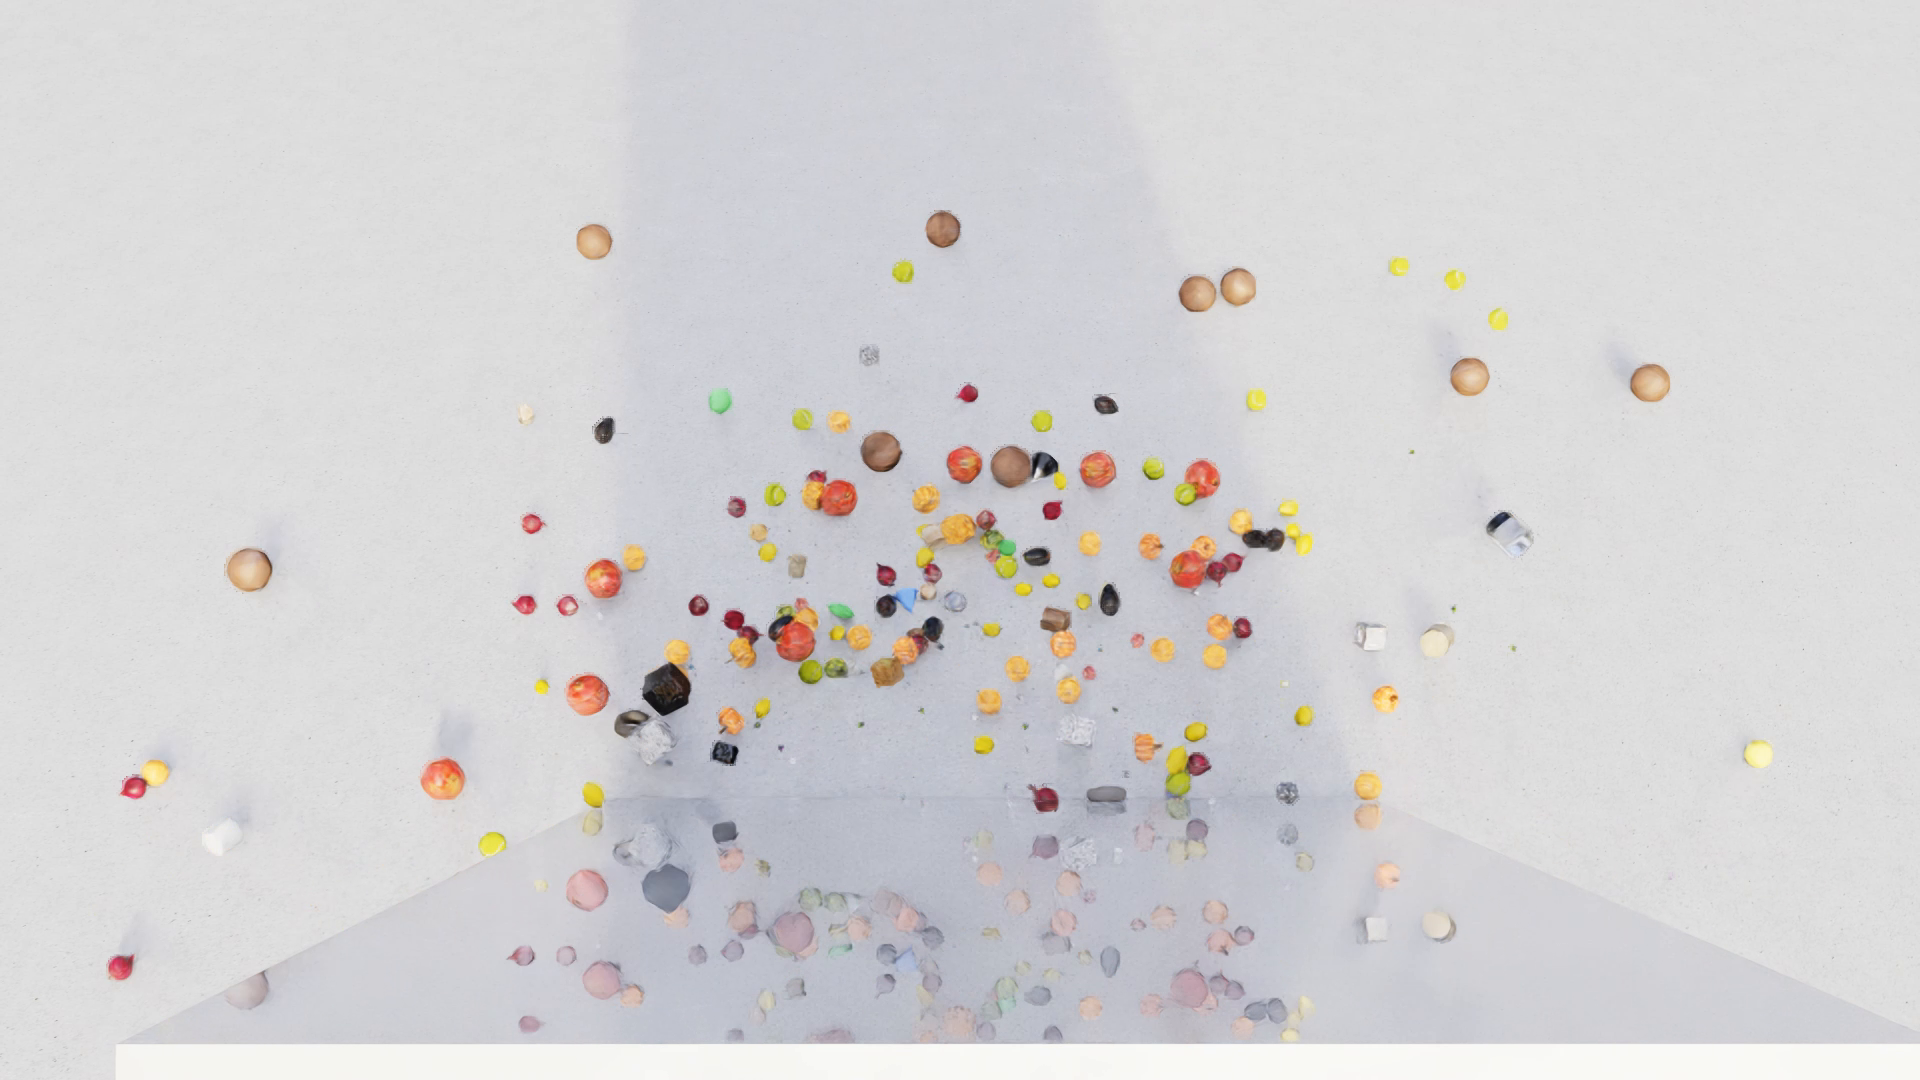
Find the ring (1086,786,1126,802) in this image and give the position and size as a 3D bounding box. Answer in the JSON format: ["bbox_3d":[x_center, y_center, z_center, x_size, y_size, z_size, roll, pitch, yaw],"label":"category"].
[{"bbox_3d":[0.377,0.656,6.704,0.104,0.035,0.104,-1,-1,0],"label":"ring"}]

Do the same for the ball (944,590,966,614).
[{"bbox_3d":[-0.014,0.183,7.623,0.067,0.067,0.067,0,35,0],"label":"ball"}]

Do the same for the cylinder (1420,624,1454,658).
[{"bbox_3d":[1.369,0.288,7.444,0.081,0.081,0.081,15,19,20],"label":"cylinder"}]

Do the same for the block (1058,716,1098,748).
[{"bbox_3d":[0.319,0.520,7.065,0.070,0.070,0.070,21,-15,-35],"label":"block"}]

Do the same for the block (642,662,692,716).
[{"bbox_3d":[-0.818,0.416,7.238,0.091,0.091,0.091,-27,30,19],"label":"block"}]

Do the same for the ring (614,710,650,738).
[{"bbox_3d":[-0.905,0.510,7.184,0.106,0.035,0.106,0,34,0],"label":"ring"}]

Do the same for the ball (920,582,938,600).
[{"bbox_3d":[-0.093,0.152,7.678,0.054,0.054,0.054,0,35,0],"label":"ball"}]

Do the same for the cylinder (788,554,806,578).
[{"bbox_3d":[-0.487,0.077,7.758,0.052,0.052,0.052,7,25,-3],"label":"cylinder"}]

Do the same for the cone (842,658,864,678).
[{"bbox_3d":[-0.314,0.374,7.384,0.063,0.063,0.063,-37,43,-4],"label":"cone"}]

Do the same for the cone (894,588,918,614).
[{"bbox_3d":[-0.151,0.188,7.646,0.071,0.071,0.071,-8,62,-12],"label":"cone"}]

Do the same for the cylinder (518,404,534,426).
[{"bbox_3d":[-1.402,-0.403,8.390,0.051,0.051,0.051,2,71,-5],"label":"cylinder"}]

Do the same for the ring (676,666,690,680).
[{"bbox_3d":[-0.815,0.390,7.358,0.095,0.032,0.095,3,33,-2],"label":"ring"}]

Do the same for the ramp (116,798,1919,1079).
[{"bbox_3d":[0.077,0.664,4.836,2.000,0.100,4.000,0,-2,0],"label":"ramp"}]

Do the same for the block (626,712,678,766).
[{"bbox_3d":[-0.830,0.538,7.021,0.093,0.093,0.093,-35,7,6],"label":"block"}]

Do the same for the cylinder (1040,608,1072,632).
[{"bbox_3d":[0.279,0.234,7.548,0.067,0.067,0.067,5,32,35],"label":"cylinder"}]

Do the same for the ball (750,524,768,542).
[{"bbox_3d":[-0.615,-0.023,7.928,0.055,0.055,0.055,0,35,0],"label":"ball"}]

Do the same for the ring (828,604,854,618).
[{"bbox_3d":[-0.348,0.207,7.601,0.077,0.026,0.077,20,8,-3],"label":"ring"}]

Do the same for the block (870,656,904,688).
[{"bbox_3d":[-0.203,0.368,7.253,0.061,0.061,0.061,-8,20,34],"label":"block"}]

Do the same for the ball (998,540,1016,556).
[{"bbox_3d":[0.143,0.024,7.861,0.054,0.054,0.054,0,35,0],"label":"ball"}]

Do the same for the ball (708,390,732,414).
[{"bbox_3d":[-0.786,-0.455,8.524,0.077,0.077,0.077,0,35,0],"label":"ball"}]

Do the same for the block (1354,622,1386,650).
[{"bbox_3d":[1.178,0.275,7.459,0.065,0.065,0.065,-1,16,-21],"label":"block"}]

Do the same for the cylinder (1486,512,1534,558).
[{"bbox_3d":[1.661,-0.017,7.852,0.100,0.100,0.100,-19,45,-25],"label":"cylinder"}]

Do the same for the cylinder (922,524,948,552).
[{"bbox_3d":[-0.078,-0.007,7.788,0.059,0.059,0.059,-15,50,-20],"label":"cylinder"}]

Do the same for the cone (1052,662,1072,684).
[{"bbox_3d":[0.279,0.389,7.361,0.059,0.059,0.059,29,68,35],"label":"cone"}]

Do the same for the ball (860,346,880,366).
[{"bbox_3d":[-0.307,-0.622,8.770,0.068,0.068,0.068,0,35,0],"label":"ball"}]

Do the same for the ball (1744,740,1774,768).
[{"bbox_3d":[2.169,0.580,7.049,0.075,0.075,0.075,0,35,0],"label":"ball"}]

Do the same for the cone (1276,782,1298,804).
[{"bbox_3d":[0.787,0.601,6.236,0.055,0.055,0.055,-1,75,4],"label":"cone"}]

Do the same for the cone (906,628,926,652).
[{"bbox_3d":[-0.119,0.294,7.498,0.064,0.064,0.064,-9,63,-12],"label":"cone"}]
